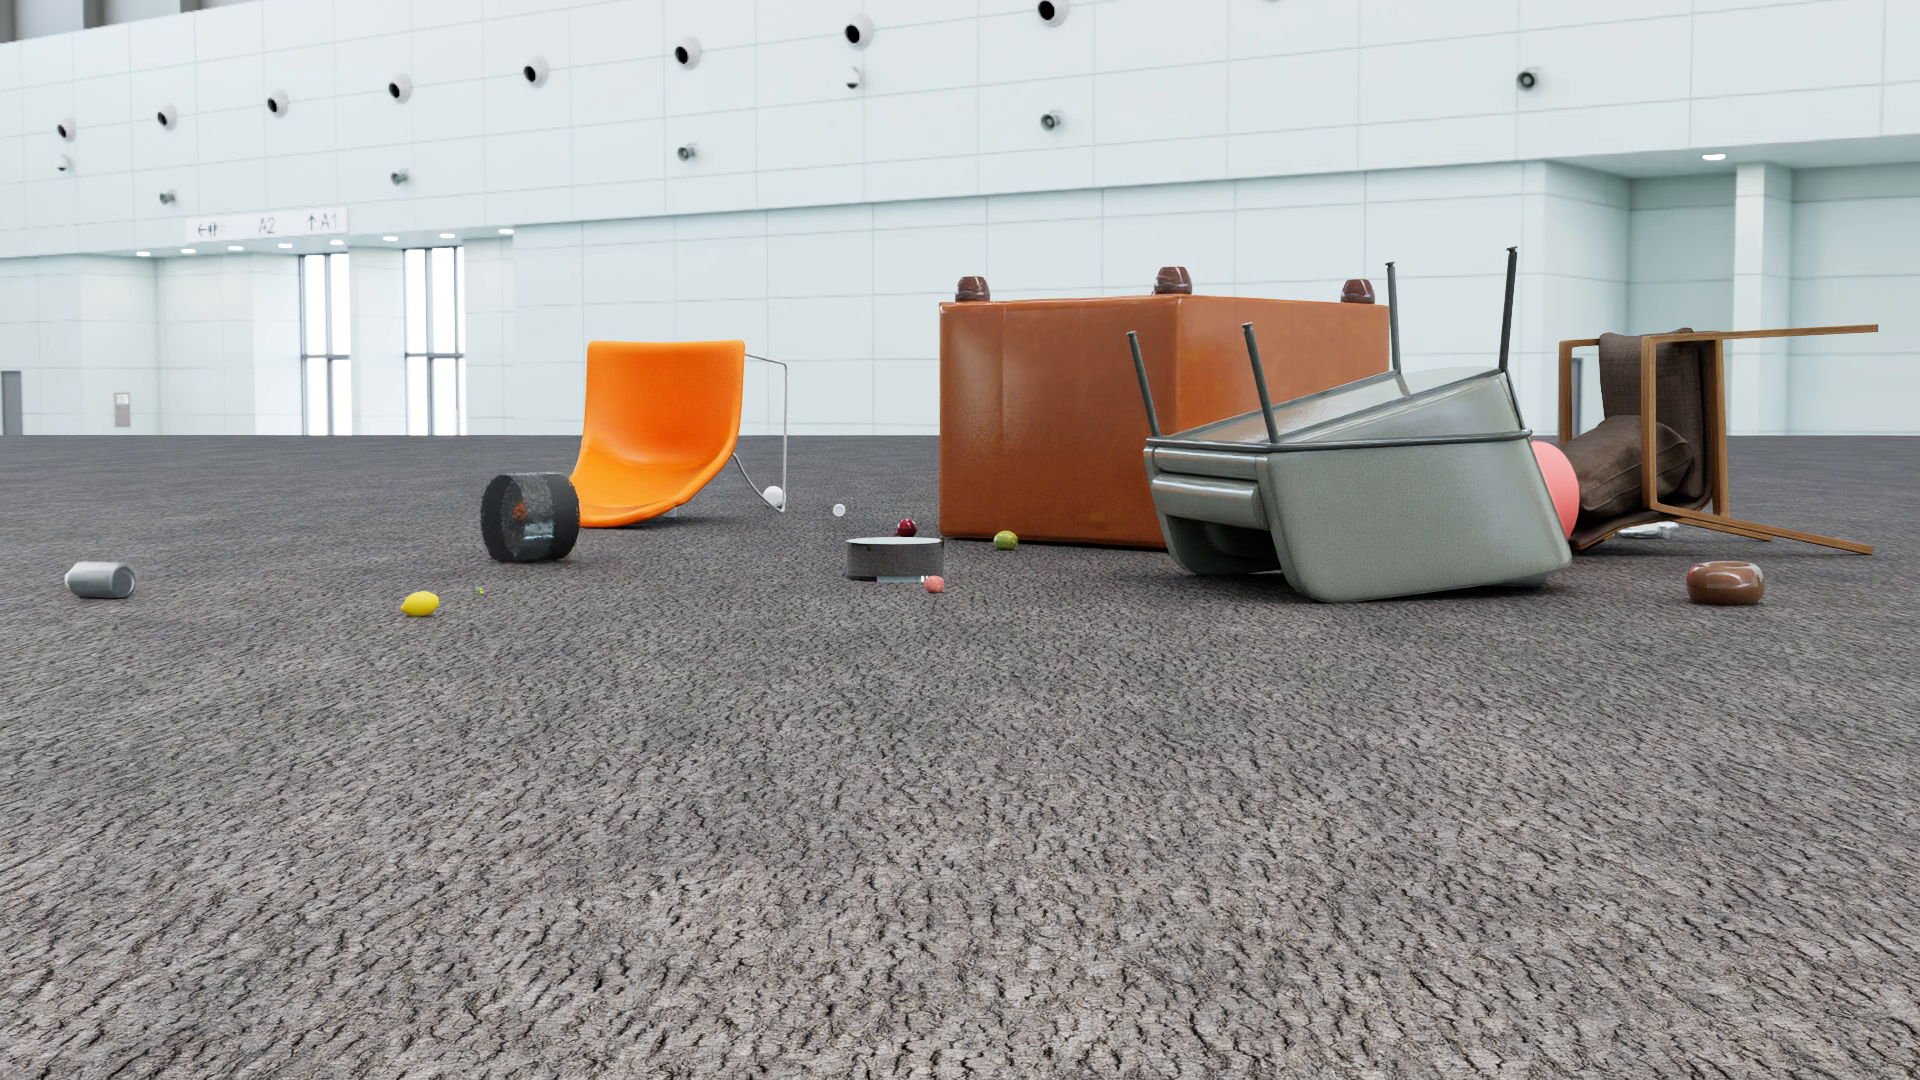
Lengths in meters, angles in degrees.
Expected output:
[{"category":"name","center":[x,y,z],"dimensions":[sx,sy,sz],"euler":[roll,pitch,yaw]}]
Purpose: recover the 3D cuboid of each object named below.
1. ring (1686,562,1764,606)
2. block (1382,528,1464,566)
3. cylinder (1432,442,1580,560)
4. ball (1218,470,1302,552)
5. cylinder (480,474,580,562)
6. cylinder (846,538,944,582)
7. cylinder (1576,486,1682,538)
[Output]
[{"category":"ring","center":[1.610,0.092,4.627],"dimensions":[0.157,0.082,0.213],"euler":[0,5,21]},{"category":"block","center":[1.193,0.017,5.674],"dimensions":[0.178,0.086,0.113],"euler":[2,5,31]},{"category":"cylinder","center":[1.454,-0.107,5.863],"dimensions":[0.234,0.307,0.306],"euler":[-2,-13,-29]},{"category":"ball","center":[0.832,-0.082,6.096],"dimensions":[0.226,0.226,0.226],"euler":[0,4,0]},{"category":"cylinder","center":[-1.120,-0.058,5.730],"dimensions":[0.160,0.235,0.220],"euler":[-4,46,-42]},{"category":"cylinder","center":[-0.154,0.046,5.229],"dimensions":[0.232,0.089,0.236],"euler":[3,5,35]},{"category":"cylinder","center":[2.041,-0.088,6.720],"dimensions":[0.252,0.152,0.232],"euler":[3,6,36]}]
